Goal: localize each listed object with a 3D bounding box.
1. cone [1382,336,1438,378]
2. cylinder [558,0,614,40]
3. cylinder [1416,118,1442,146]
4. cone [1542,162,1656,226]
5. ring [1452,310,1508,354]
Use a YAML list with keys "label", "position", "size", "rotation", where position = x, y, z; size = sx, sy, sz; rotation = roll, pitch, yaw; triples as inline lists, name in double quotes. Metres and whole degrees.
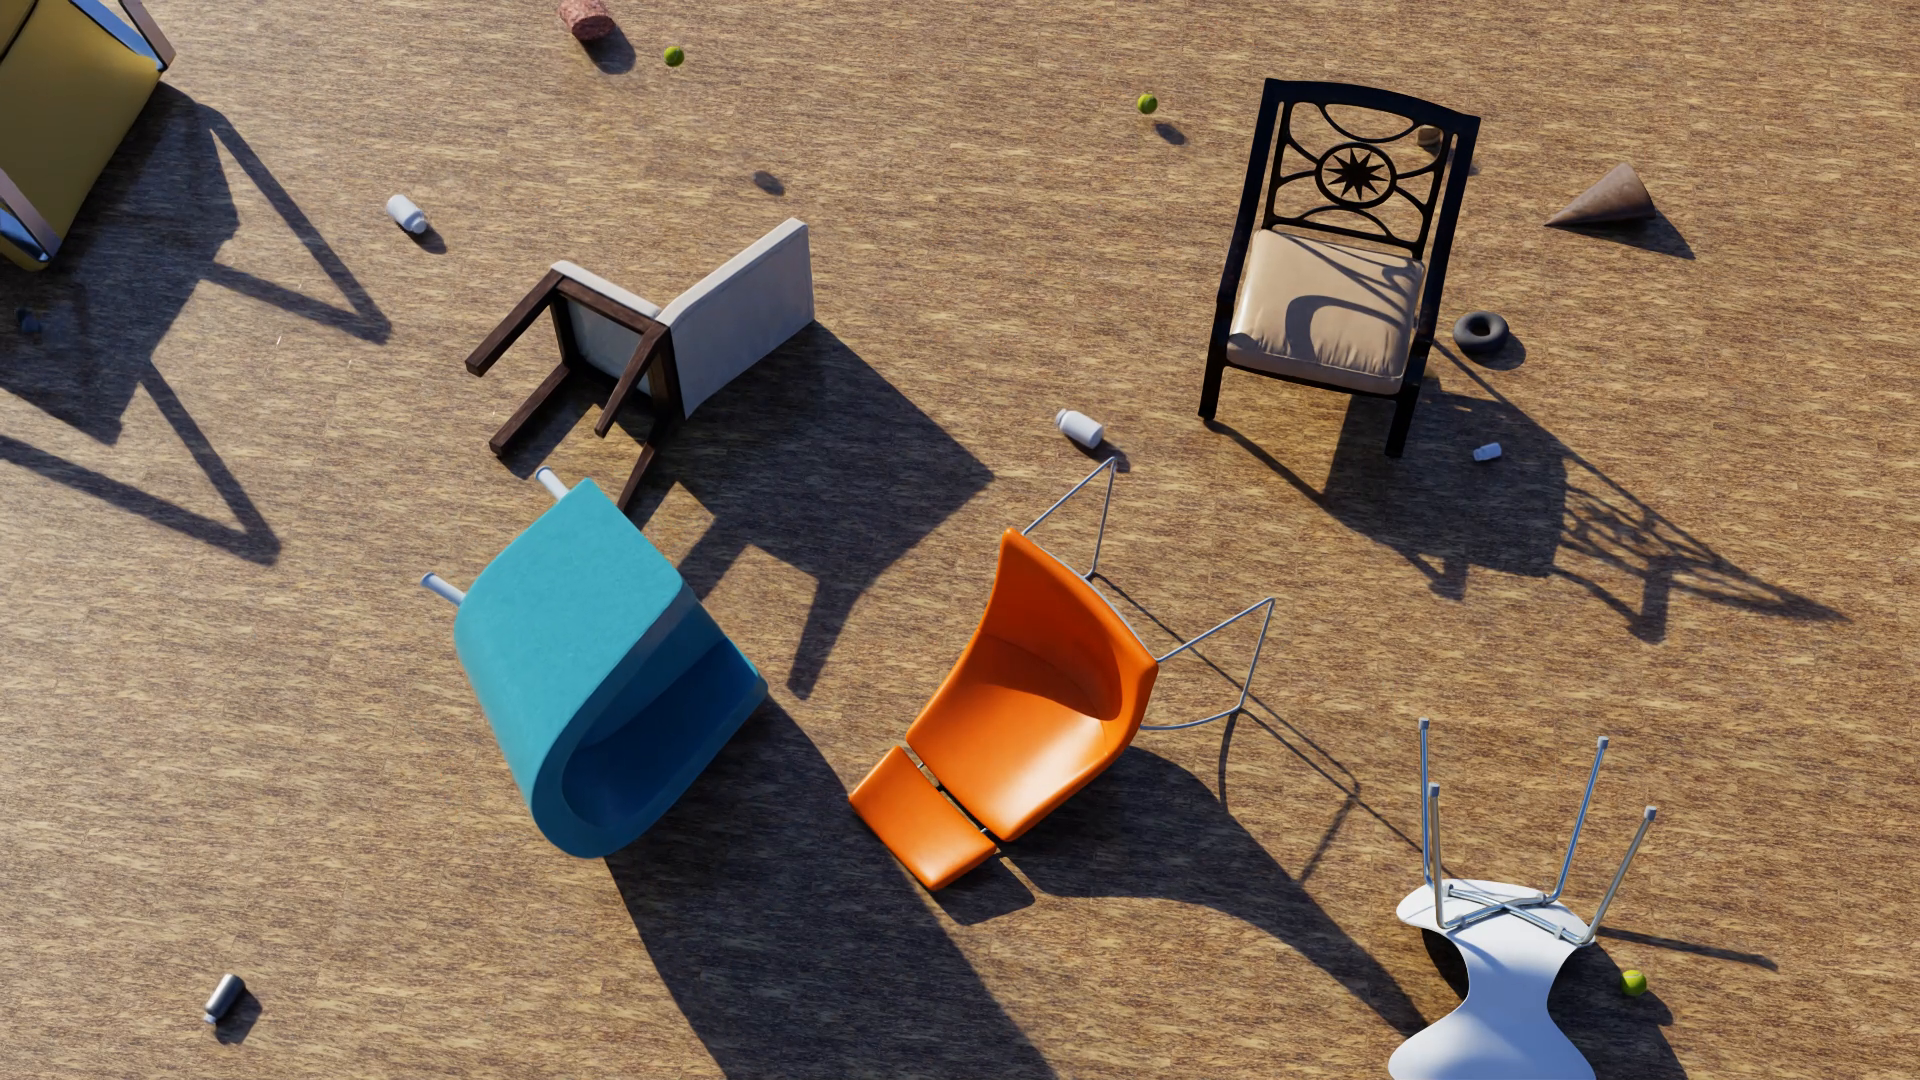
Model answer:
- label: "cone"
  position: [1.432, -0.546, 6.910]
  size: [0.169, 0.089, 0.128]
  rotation: [27, 97, -3]
- label: "cylinder"
  position: [-1.316, -1.837, 7.738]
  size: [0.167, 0.104, 0.117]
  rotation: [-13, 55, -34]
- label: "cylinder"
  position: [1.588, -1.380, 7.438]
  size: [0.081, 0.095, 0.044]
  rotation: [-11, 60, 0]
- label: "cone"
  position: [2.083, -1.098, 7.271]
  size: [0.337, 0.132, 0.260]
  rotation: [-20, 54, 0]
- label: "ring"
  position: [1.654, -0.660, 6.984]
  size: [0.184, 0.055, 0.155]
  rotation: [-19, 57, -11]
